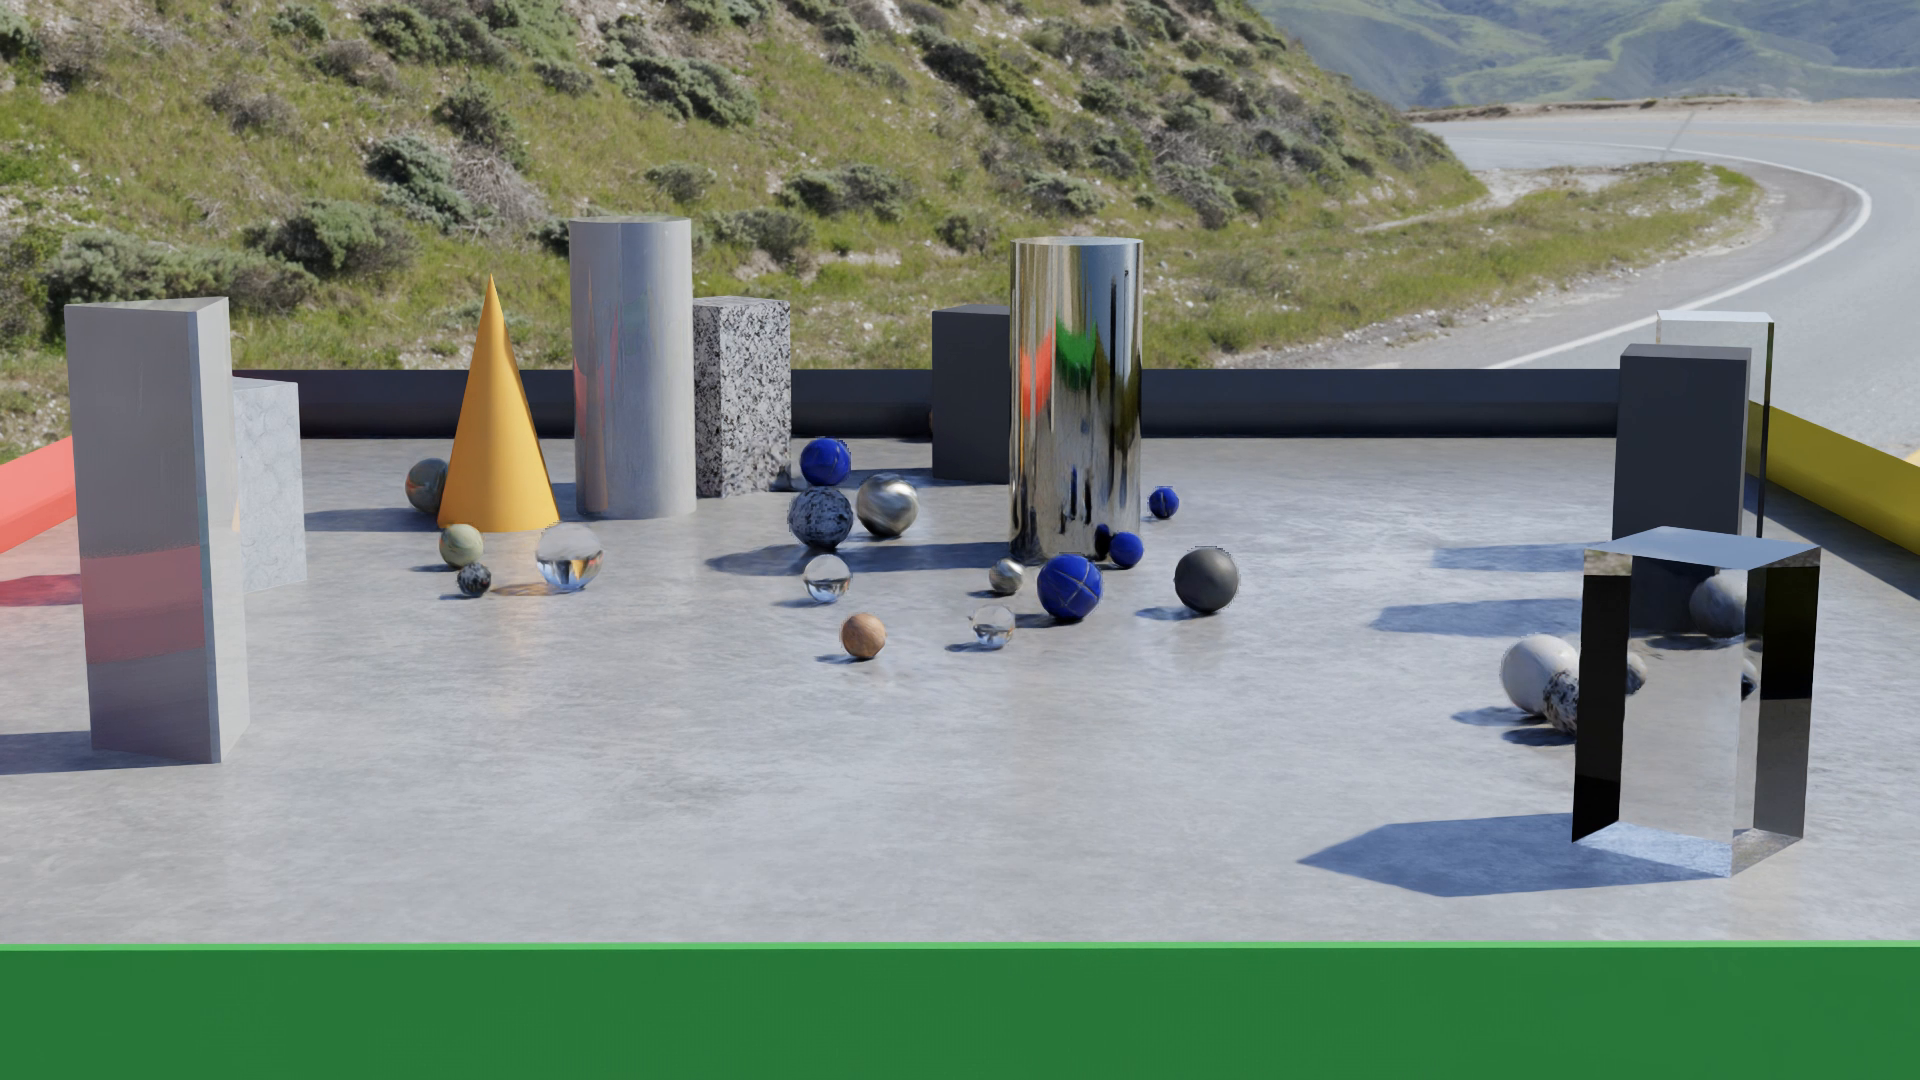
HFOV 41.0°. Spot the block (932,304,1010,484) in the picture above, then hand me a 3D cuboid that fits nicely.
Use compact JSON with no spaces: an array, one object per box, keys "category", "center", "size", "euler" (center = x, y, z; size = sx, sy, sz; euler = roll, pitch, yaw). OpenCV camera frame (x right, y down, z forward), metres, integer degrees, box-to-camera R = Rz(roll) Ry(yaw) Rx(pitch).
[{"category":"block","center":[0.057,-0.264,4.596],"size":[0.159,0.299,0.159],"euler":[5,12,26]}]

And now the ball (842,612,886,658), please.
[{"category":"ball","center":[-0.120,0.119,3.193],"size":[0.056,0.056,0.056],"euler":[0,10,0]}]

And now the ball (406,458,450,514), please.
[{"category":"ball","center":[-0.863,-0.088,4.207],"size":[0.092,0.092,0.092],"euler":[0,10,0]}]

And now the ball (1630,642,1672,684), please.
[{"category":"ball","center":[0.824,0.147,3.061],"size":[0.049,0.049,0.049],"euler":[0,10,0]}]

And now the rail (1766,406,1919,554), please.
[{"category":"rail","center":[1.426,0.032,3.457],"size":[0.045,0.129,3.398],"euler":[0,10,0]}]

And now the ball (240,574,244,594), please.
[{"category":"ball","center":[-1.010,0.061,3.520],"size":[0.052,0.052,0.052],"euler":[0,10,0]}]

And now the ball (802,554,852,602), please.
[{"category":"ball","center":[-0.183,0.052,3.524],"size":[0.066,0.066,0.066],"euler":[0,10,0]}]

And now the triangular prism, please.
[{"category":"triangular prism","center":[-0.832,-0.018,2.771],"size":[0.172,0.478,0.149],"euler":[5,12,25]}]

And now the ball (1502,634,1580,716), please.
[{"category":"ball","center":[0.661,0.153,2.908],"size":[0.092,0.092,0.092],"euler":[0,10,0]}]

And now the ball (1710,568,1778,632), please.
[{"category":"ball","center":[1.015,0.077,3.323],"size":[0.083,0.083,0.083],"euler":[0,10,0]}]

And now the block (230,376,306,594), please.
[{"category":"block","center":[-1.048,-0.079,3.634],"size":[0.159,0.284,0.159],"euler":[7,12,32]}]

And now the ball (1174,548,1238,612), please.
[{"category":"ball","center":[0.332,0.054,3.458],"size":[0.087,0.087,0.087],"euler":[0,10,0]}]

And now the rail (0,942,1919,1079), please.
[{"category":"rail","center":[0.010,0.338,1.801],"size":[2.900,0.129,0.045],"euler":[0,10,0]}]

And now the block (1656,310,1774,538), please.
[{"category":"block","center":[1.127,-0.159,3.866],"size":[0.159,0.358,0.159],"euler":[2,11,13]}]

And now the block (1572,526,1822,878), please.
[{"category":"block","center":[0.693,0.146,2.416],"size":[0.159,0.284,0.159],"euler":[9,14,40]}]

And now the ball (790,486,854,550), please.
[{"category":"ball","center":[-0.211,-0.035,3.910],"size":[0.097,0.097,0.097],"euler":[0,10,0]}]

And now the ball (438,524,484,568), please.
[{"category":"ball","center":[-0.733,0.008,3.767],"size":[0.065,0.065,0.065],"euler":[0,10,0]}]

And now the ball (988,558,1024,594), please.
[{"category":"ball","center":[0.065,0.050,3.581],"size":[0.050,0.050,0.050],"euler":[0,10,0]}]

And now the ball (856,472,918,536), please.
[{"category":"ball","center":[-0.114,-0.055,4.015],"size":[0.100,0.100,0.100],"euler":[0,10,0]}]

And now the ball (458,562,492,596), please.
[{"category":"ball","center":[-0.675,0.055,3.565],"size":[0.047,0.047,0.047],"euler":[0,10,0]}]

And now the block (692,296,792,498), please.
[{"category":"block","center":[-0.406,-0.252,4.458],"size":[0.159,0.326,0.159],"euler":[10,14,43]}]

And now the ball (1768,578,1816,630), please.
[{"category":"ball","center":[1.083,0.084,3.354],"size":[0.067,0.067,0.067],"euler":[0,10,0]}]

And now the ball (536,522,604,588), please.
[{"category":"ball","center":[-0.550,0.021,3.613],"size":[0.095,0.095,0.095],"euler":[0,10,0]}]

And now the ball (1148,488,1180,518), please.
[{"category":"ball","center":[0.332,-0.060,4.177],"size":[0.050,0.050,0.050],"euler":[0,10,0]}]

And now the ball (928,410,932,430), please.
[{"category":"ball","center":[-0.023,-0.235,5.047],"size":[0.078,0.078,0.078],"euler":[0,10,0]}]

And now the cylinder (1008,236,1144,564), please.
[{"category":"cylinder","center":[0.173,-0.214,3.856],"size":[0.199,0.470,0.199],"euler":[0,10,0]}]

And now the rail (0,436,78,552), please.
[{"category":"rail","center":[-1.426,0.035,3.441],"size":[0.045,0.129,3.398],"euler":[0,10,0]}]

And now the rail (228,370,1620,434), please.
[{"category":"rail","center":[-0.010,-0.271,5.096],"size":[2.900,0.129,0.045],"euler":[0,10,0]}]

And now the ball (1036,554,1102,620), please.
[{"category":"ball","center":[0.145,0.062,3.410],"size":[0.088,0.088,0.088],"euler":[0,10,0]}]

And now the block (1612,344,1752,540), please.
[{"category":"block","center":[0.967,-0.078,3.445],"size":[0.159,0.352,0.159],"euler":[4,11,19]}]

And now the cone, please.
[{"category":"cone","center":[-0.746,-0.228,4.113],"size":[0.199,0.403,0.199],"euler":[0,10,0]}]

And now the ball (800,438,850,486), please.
[{"category":"ball","center":[-0.236,-0.135,4.476],"size":[0.088,0.088,0.088],"euler":[0,10,0]}]

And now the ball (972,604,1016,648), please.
[{"category":"ball","center":[0.043,0.108,3.252],"size":[0.055,0.055,0.055],"euler":[0,10,0]}]

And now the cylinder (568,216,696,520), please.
[{"category":"cylinder","center":[-0.538,-0.287,4.222],"size":[0.199,0.480,0.199],"euler":[0,10,0]}]

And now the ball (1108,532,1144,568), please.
[{"category":"ball","center":[0.245,0.014,3.772],"size":[0.052,0.052,0.052],"euler":[0,10,0]}]

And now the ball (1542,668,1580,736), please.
[{"category":"ball","center":[0.679,0.178,2.821],"size":[0.076,0.076,0.076],"euler":[0,10,0]}]
